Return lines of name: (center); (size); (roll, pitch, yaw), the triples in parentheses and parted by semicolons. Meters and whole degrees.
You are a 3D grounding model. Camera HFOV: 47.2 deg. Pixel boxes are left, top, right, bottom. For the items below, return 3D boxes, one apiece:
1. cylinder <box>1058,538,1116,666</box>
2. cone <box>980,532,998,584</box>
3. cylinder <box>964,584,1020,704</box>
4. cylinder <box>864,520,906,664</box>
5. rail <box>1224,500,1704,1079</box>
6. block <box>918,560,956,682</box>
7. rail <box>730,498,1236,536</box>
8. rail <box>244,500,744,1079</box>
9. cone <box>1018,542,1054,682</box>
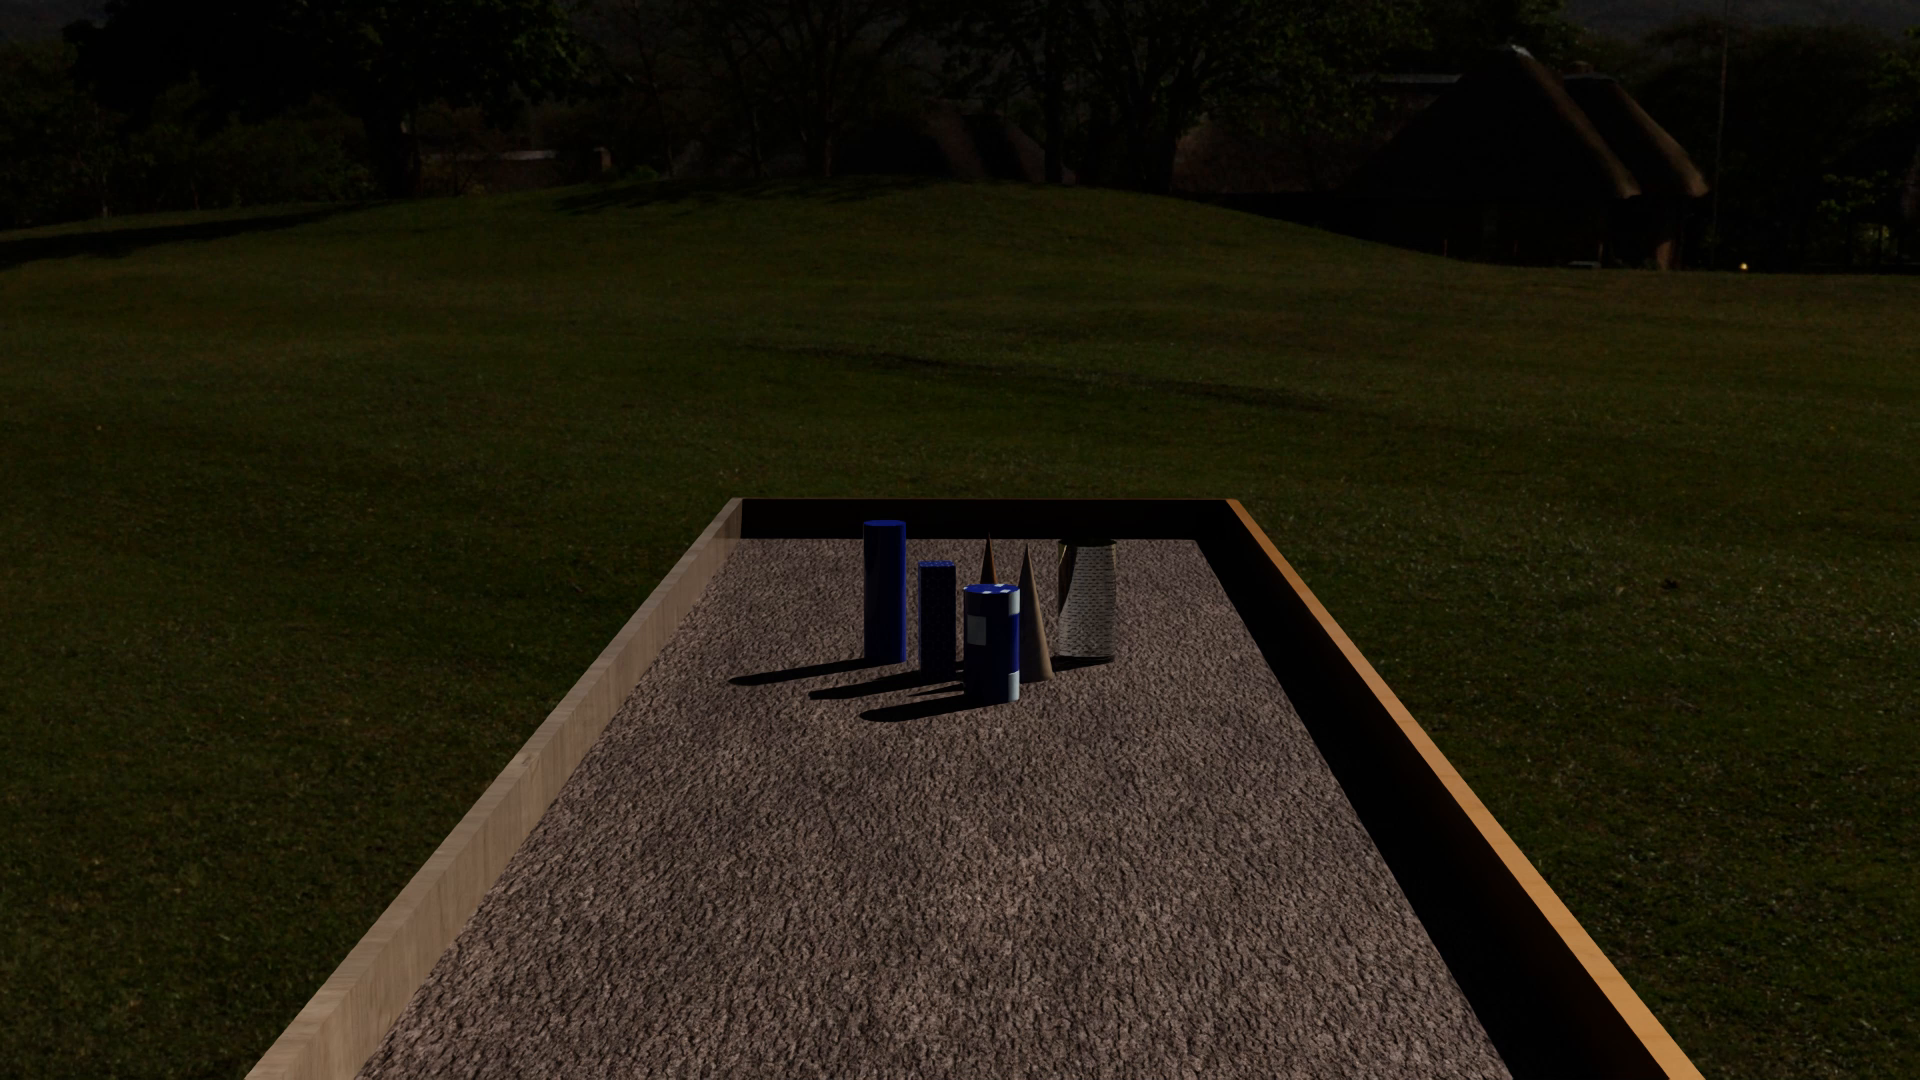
cylinder: (0.386, 0.185, 6.689); (0.177, 0.361, 0.177); (0, 9, 0)
cone: (0.086, 0.168, 6.649); (0.132, 0.408, 0.132); (0, 9, 0)
cylinder: (0.088, 0.290, 6.180); (0.158, 0.312, 0.158); (0, 9, 0)
cylinder: (-0.228, 0.157, 6.670); (0.130, 0.422, 0.130); (0, 9, 0)
rail: (1.046, 0.843, 3.208); (0.050, 0.150, 12.000); (0, 9, 1)
block: (-0.068, 0.237, 6.434); (0.101, 0.339, 0.101); (-1, 9, -6)
rail: (0.099, -0.098, 9.147); (2.100, 0.150, 0.050); (0, 9, 1)
rail: (-1.004, 0.839, 3.234); (0.050, 0.150, 12.000); (0, 9, 1)
cone: (0.196, 0.203, 6.442); (0.160, 0.402, 0.160); (0, 9, 0)
